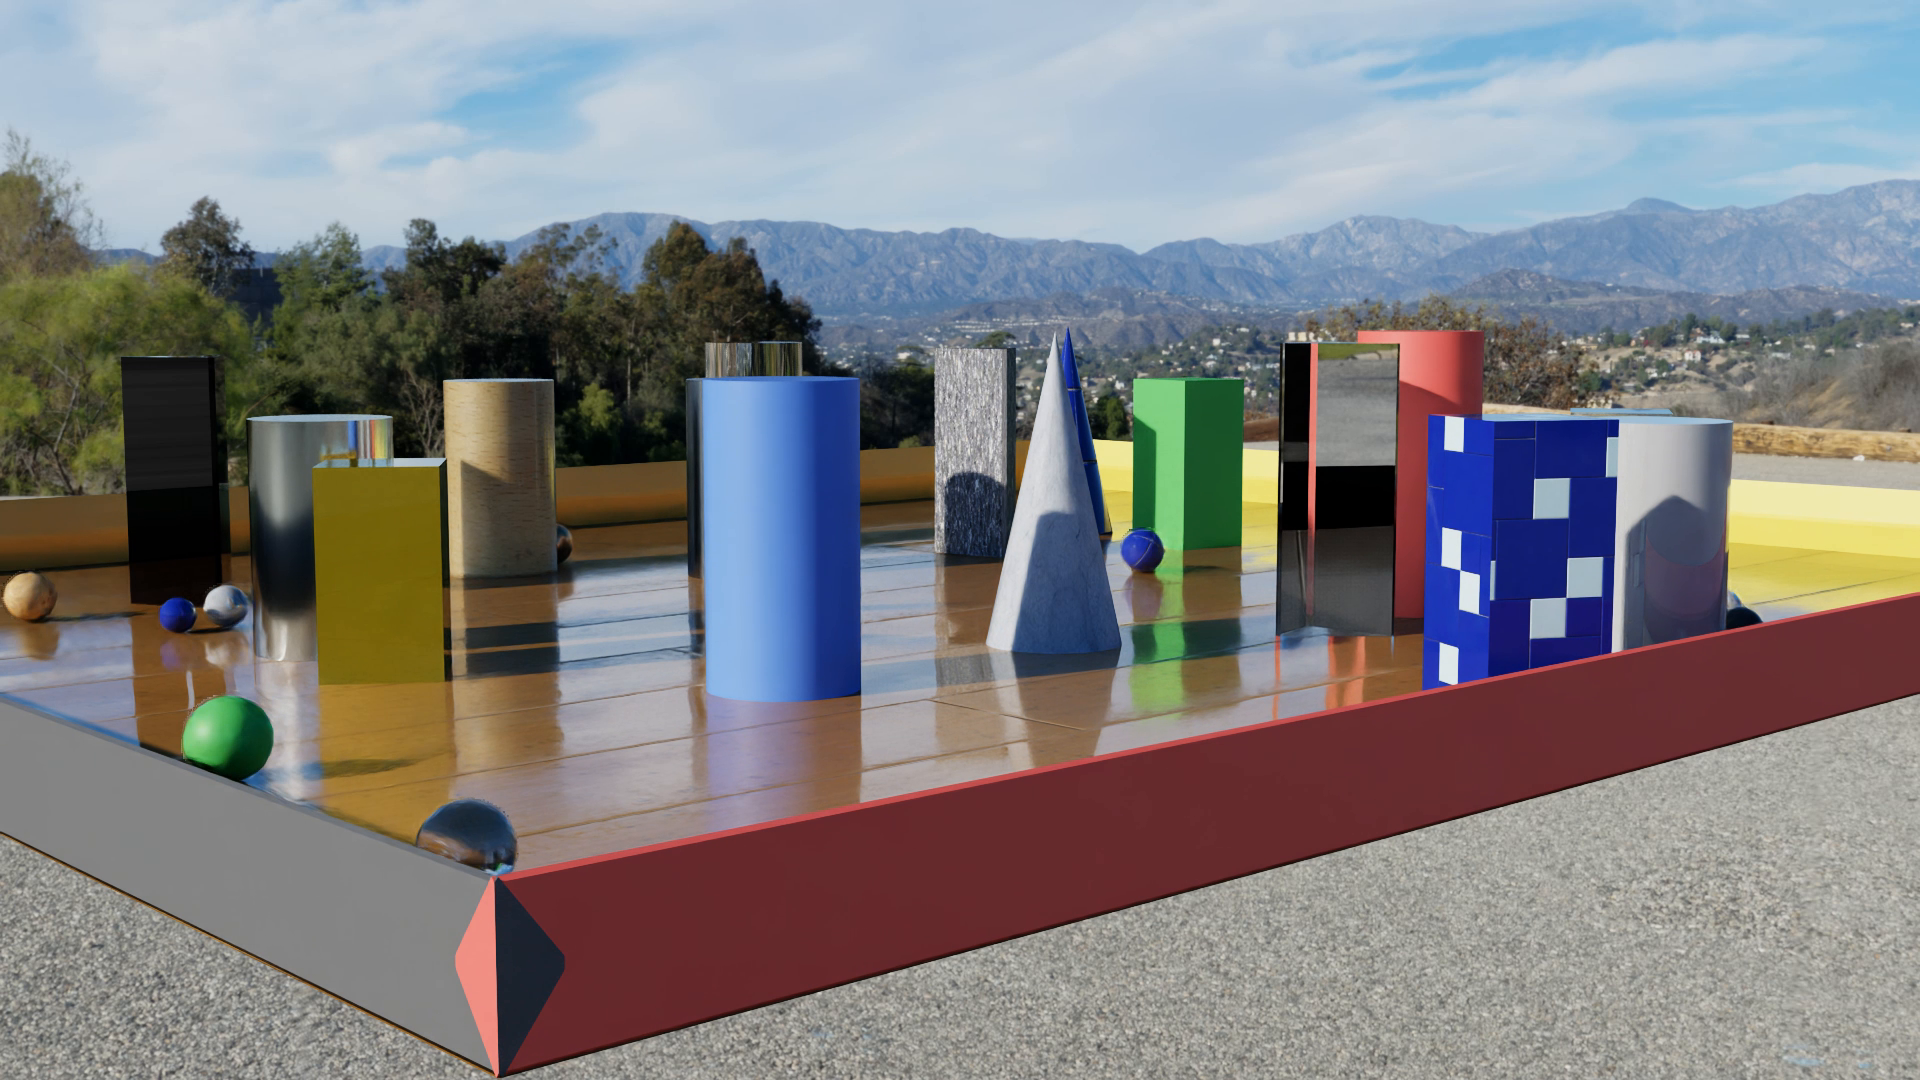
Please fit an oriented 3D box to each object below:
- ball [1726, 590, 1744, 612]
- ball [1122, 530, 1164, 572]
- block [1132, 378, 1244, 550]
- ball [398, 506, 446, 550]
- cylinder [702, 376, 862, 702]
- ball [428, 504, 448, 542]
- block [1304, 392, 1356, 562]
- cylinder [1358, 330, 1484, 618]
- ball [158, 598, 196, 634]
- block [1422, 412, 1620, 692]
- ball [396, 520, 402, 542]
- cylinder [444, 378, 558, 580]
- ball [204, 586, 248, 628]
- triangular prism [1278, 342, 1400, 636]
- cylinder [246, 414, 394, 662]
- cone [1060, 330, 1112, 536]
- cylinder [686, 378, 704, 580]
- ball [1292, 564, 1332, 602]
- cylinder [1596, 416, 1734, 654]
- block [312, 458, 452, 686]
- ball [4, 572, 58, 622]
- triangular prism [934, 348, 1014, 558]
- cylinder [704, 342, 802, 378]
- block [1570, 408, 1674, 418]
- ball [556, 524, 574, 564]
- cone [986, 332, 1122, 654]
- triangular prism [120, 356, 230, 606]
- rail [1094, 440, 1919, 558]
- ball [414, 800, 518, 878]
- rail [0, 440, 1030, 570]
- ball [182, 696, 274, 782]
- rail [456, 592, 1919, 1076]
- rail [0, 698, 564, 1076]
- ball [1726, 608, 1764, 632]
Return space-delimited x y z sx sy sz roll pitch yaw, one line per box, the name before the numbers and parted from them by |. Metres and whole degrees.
ball | 1.009 0.097 2.934 0.070 0.070 0.070 0 6 0
ball | 0.305 0.018 3.669 0.072 0.072 0.072 0 6 0
block | 0.422 -0.145 4.081 0.144 0.308 0.144 -4 7 -35
ball | -0.976 -0.022 3.988 0.083 0.083 0.083 0 6 0
cylinder | -0.205 -0.006 2.543 0.180 0.360 0.180 0 6 0
ball | -0.984 -0.032 4.126 0.074 0.074 0.074 0 6 0
block | 0.706 -0.113 3.875 0.144 0.289 0.144 4 7 35
cylinder | 0.667 -0.100 3.205 0.180 0.406 0.180 0 6 0
ball | -1.063 0.102 2.988 0.049 0.049 0.049 0 6 0
block | 0.597 0.031 2.354 0.144 0.326 0.144 -2 6 -15
ball | -1.042 -0.019 4.137 0.047 0.047 0.047 0 6 0
cylinder | -0.762 -0.105 3.652 0.180 0.320 0.180 0 6 0
ball | -1.015 0.092 3.043 0.058 0.058 0.058 0 6 0
triangular prism | 0.507 -0.073 3.011 0.156 0.394 0.135 0 6 1
cylinder | -0.818 -0.007 2.827 0.180 0.300 0.180 0 6 0
cone | 0.210 -0.216 4.296 0.180 0.404 0.180 0 6 0
cylinder | -0.361 -0.104 3.629 0.180 0.323 0.180 0 6 0
ball | 0.527 0.064 3.298 0.059 0.059 0.059 0 6 0
cylinder | 0.830 0.009 2.647 0.180 0.307 0.180 0 6 0
block | -0.693 0.035 2.649 0.144 0.256 0.144 -1 6 -9
ball | -1.311 0.080 3.102 0.069 0.069 0.069 0 6 0
triangular prism | 0.057 -0.162 3.964 0.156 0.367 0.135 5 8 37
cylinder | -0.381 -0.178 4.071 0.180 0.375 0.180 0 6 0
block | 0.988 -0.051 3.306 0.144 0.286 0.144 2 6 15
ball | -0.700 0.007 3.779 0.071 0.071 0.071 0 6 0
cone | 0.124 -0.068 2.883 0.180 0.411 0.180 0 6 0
triangular prism | -1.146 -0.092 3.310 0.156 0.368 0.135 2 6 17
rail | 1.164 -0.084 4.400 0.045 0.117 2.698 -6 8 -42
ball | -0.370 0.233 1.645 0.076 0.076 0.076 0 6 0
rail | -0.899 -0.073 4.301 3.214 0.117 0.045 -6 8 -42
ball | -0.684 0.186 2.056 0.081 0.081 0.081 0 6 0
rail | 0.899 0.134 2.364 3.214 0.117 0.045 -6 8 -42
rail | -1.164 0.145 2.265 0.045 0.117 2.698 -6 8 -42
ball | 1.003 0.115 2.825 0.058 0.058 0.058 0 6 0
